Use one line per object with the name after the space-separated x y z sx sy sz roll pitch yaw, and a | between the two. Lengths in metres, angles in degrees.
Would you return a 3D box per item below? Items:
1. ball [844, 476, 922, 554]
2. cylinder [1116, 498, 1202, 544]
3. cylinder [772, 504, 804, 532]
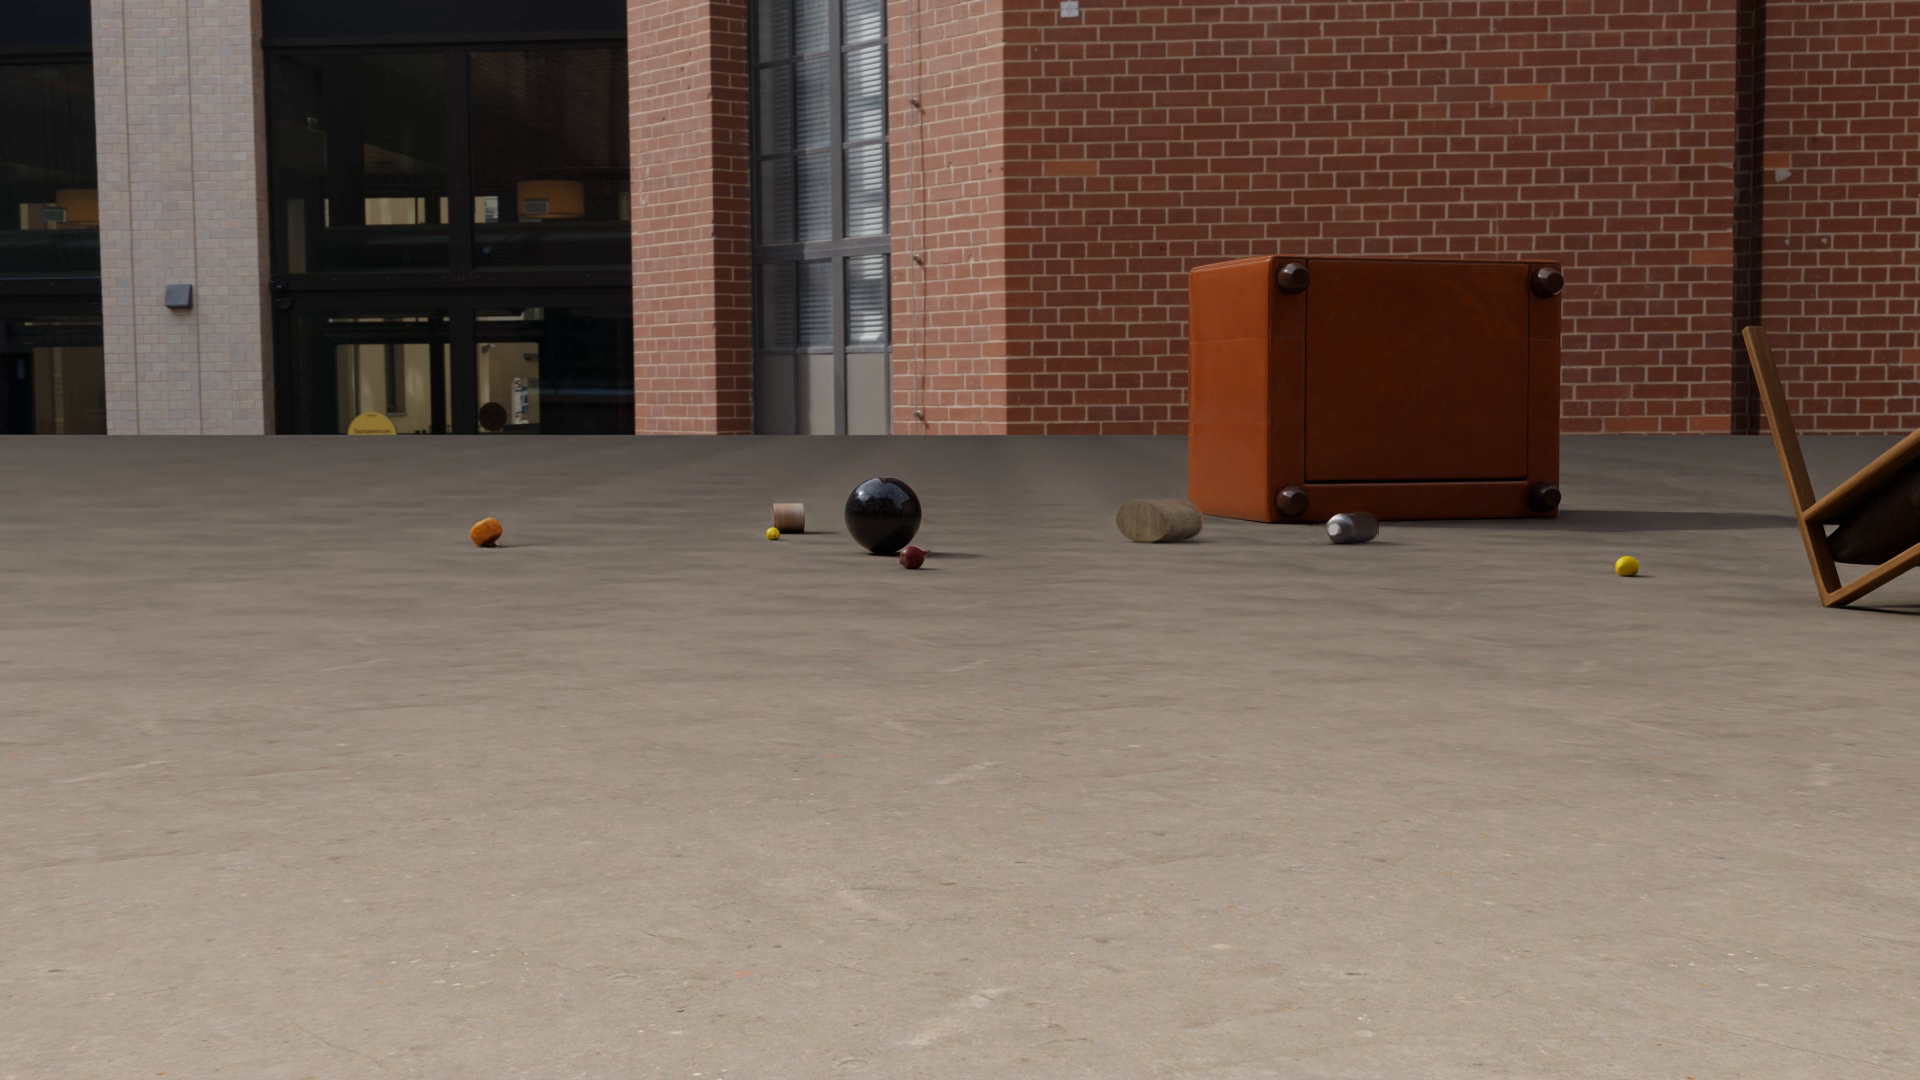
-0.209 -0.068 5.992 0.212 0.212 0.212 0 4 0 | ball
0.586 -0.058 6.480 0.186 0.122 0.180 14 12 38 | cylinder
-0.538 -0.069 6.881 0.094 0.092 0.147 -1 5 -9 | cylinder
